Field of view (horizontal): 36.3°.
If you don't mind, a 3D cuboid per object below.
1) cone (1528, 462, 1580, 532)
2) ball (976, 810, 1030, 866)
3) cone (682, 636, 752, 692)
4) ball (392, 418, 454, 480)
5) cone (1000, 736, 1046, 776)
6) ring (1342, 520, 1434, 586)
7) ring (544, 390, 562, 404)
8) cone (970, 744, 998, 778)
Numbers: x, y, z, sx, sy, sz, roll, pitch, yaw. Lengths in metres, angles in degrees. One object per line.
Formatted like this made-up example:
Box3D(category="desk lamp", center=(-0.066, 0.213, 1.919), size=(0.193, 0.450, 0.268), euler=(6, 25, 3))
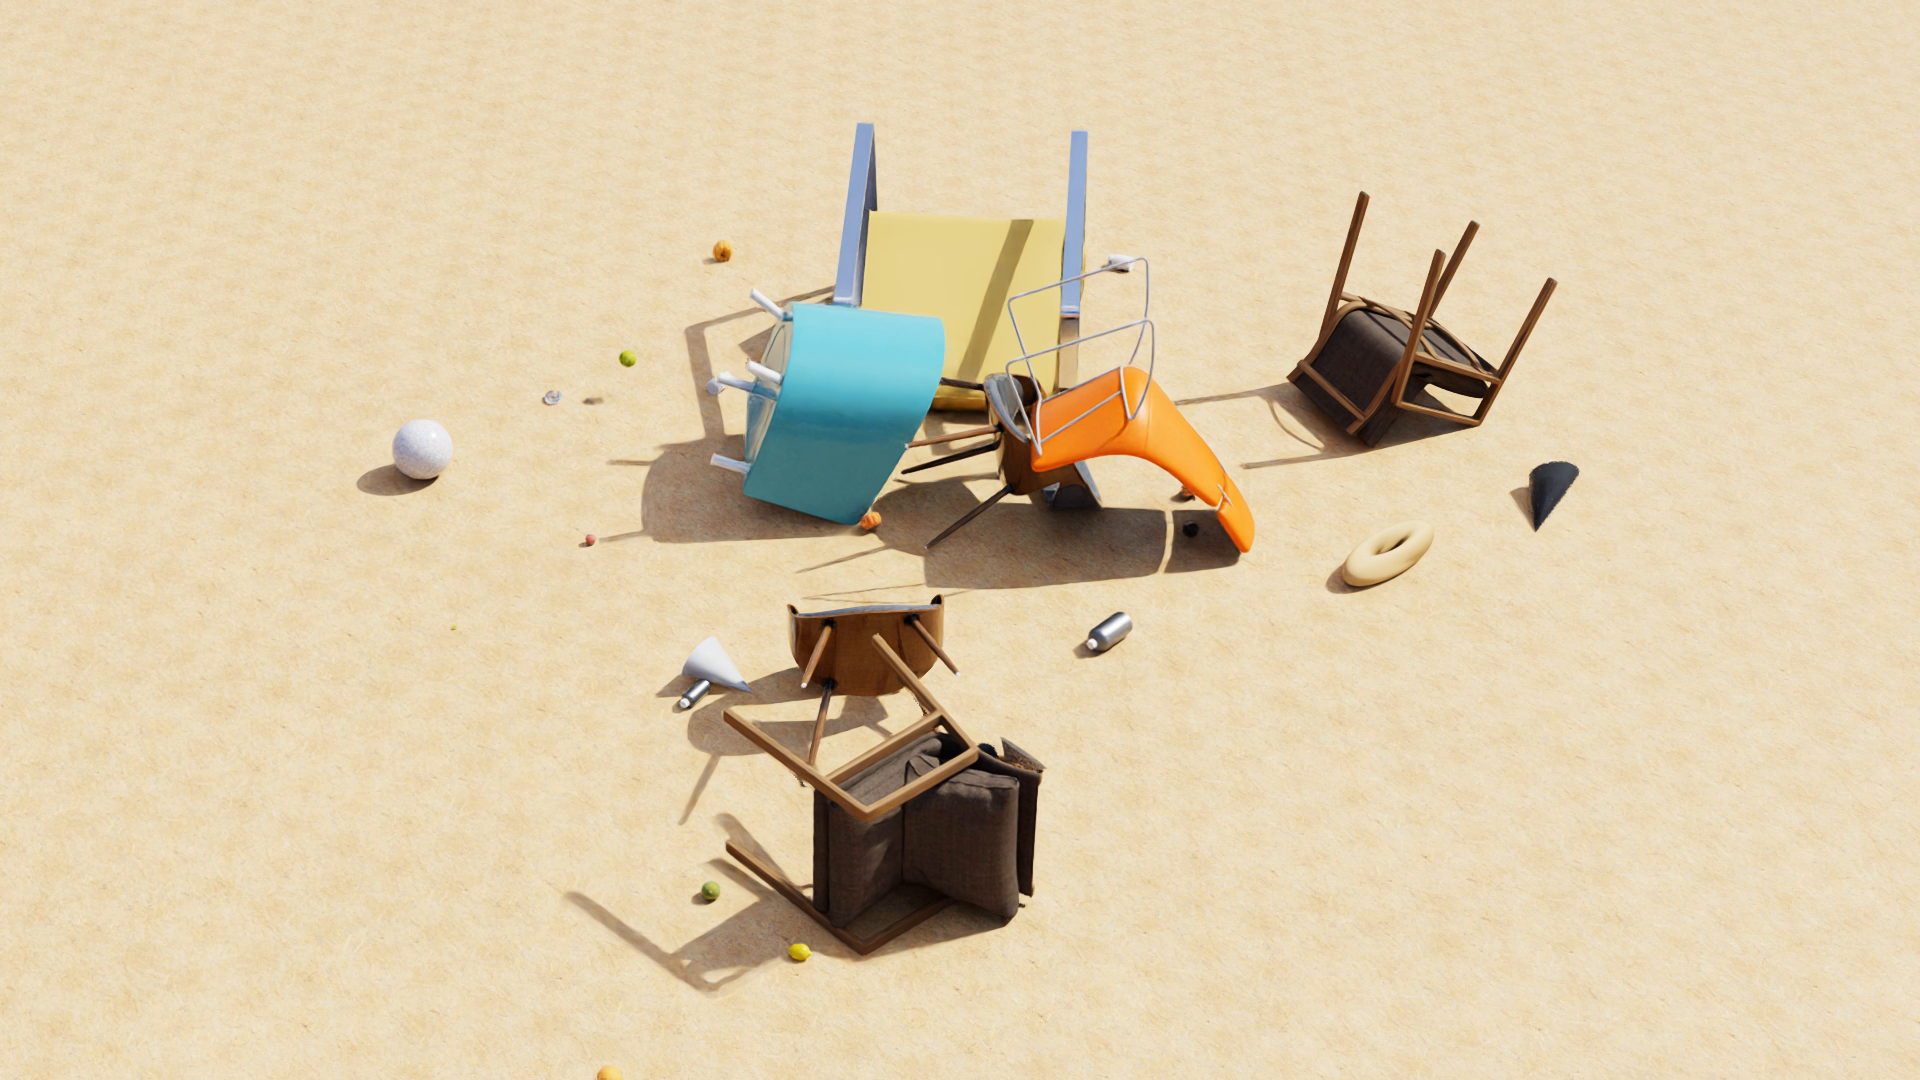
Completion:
Box3D(category="cone", center=(2.209, -0.136, 11.079), size=(0.217, 0.129, 0.317), euler=(-17, 36, 41))
Box3D(category="ball", center=(0.137, 0.949, 9.344), size=(0.175, 0.175, 0.175), euler=(0, 33, 0))
Box3D(category="cone", center=(-0.810, 0.466, 10.163), size=(0.234, 0.158, 0.238), euler=(33, 18, 11))
Box3D(category="ball", center=(-2.066, -0.349, 11.261), size=(0.234, 0.234, 0.234), euler=(0, 33, 0))
Box3D(category="cone", center=(0.185, 0.746, 9.753), size=(0.188, 0.094, 0.181), euler=(34, 2, -7))
Box3D(category="ring", center=(1.576, 0.046, 10.778), size=(0.483, 0.108, 0.184), euler=(-28, 41, -35))
Box3D(category="ring", center=(-1.636, -0.576, 11.797), size=(0.071, 0.024, 0.096), euler=(-1, 33, 0))
Box3D(category="cone", center=(0.096, 0.740, 9.782), size=(0.107, 0.067, 0.119), euler=(-32, 66, 19))
